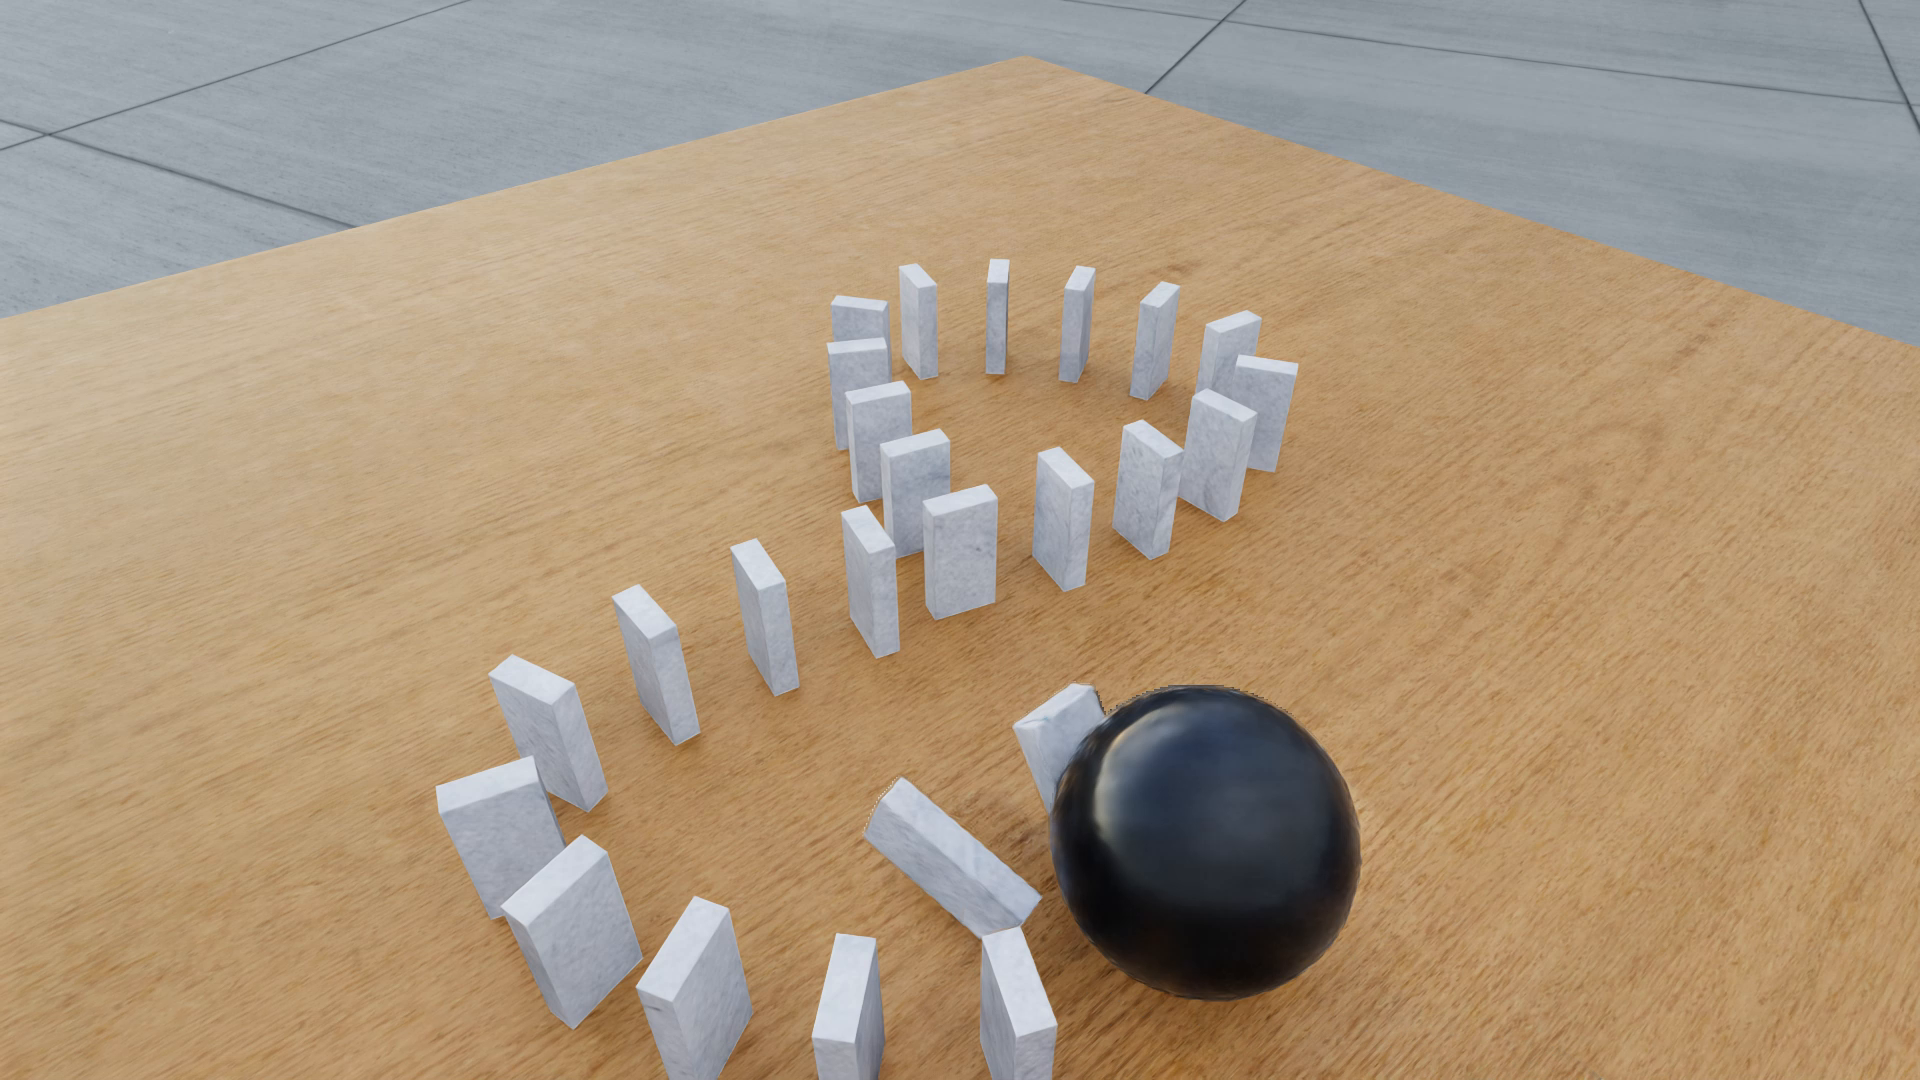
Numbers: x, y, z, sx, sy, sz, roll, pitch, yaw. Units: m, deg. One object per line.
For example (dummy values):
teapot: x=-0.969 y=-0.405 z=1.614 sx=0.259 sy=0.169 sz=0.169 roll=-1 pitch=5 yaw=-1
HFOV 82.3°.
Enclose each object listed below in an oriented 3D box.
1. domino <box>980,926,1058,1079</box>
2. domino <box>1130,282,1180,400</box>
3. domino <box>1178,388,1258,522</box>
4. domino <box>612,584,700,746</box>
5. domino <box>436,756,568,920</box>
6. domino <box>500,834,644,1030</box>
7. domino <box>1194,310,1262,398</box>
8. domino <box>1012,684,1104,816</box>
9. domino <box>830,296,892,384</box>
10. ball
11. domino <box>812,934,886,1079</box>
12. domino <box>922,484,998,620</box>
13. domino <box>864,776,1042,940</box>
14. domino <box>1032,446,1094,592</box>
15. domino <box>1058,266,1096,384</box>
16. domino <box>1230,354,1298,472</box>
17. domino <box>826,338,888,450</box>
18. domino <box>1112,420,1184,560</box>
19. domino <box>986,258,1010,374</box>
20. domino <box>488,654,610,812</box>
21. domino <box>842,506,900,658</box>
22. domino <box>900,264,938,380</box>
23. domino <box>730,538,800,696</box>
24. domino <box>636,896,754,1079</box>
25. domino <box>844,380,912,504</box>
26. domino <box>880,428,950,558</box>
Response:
domino: x=0.013 y=0.119 z=0.266 sx=0.009 sy=0.050 sz=0.025 roll=-11 pitch=41 yaw=-13
domino: x=0.093 y=-0.095 z=0.528 sx=0.009 sy=0.050 sz=0.025 roll=21 pitch=44 yaw=24
domino: x=0.105 y=-0.035 z=0.454 sx=0.009 sy=0.050 sz=0.025 roll=-30 pitch=48 yaw=-31
domino: x=-0.099 y=0.041 z=0.361 sx=0.009 sy=0.050 sz=0.025 roll=-28 pitch=47 yaw=-30
domino: x=-0.126 y=0.084 z=0.309 sx=0.025 sy=0.050 sz=0.009 roll=-17 pitch=42 yaw=-19
domino: x=-0.100 y=0.103 z=0.286 sx=0.009 sy=0.050 sz=0.025 roll=23 pitch=45 yaw=26
domino: x=0.123 y=-0.078 z=0.507 sx=0.025 sy=0.050 sz=0.009 roll=-22 pitch=44 yaw=-24
domino: x=0.036 y=0.071 z=0.327 sx=0.025 sy=0.050 sz=0.009 roll=-29 pitch=14 yaw=-31
domino: x=-0.046 y=-0.090 z=0.521 sx=0.025 sy=0.050 sz=0.009 roll=9 pitch=40 yaw=10
ball: x=0.064 y=0.079 z=0.291 sx=0.080 sy=0.080 sz=0.080 roll=0 pitch=39 yaw=0
domino: x=-0.026 y=0.120 z=0.265 sx=0.009 sy=0.050 sz=0.025 roll=5 pitch=40 yaw=6
domino: x=0.000 y=0.005 z=0.405 sx=0.025 sy=0.050 sz=0.009 roll=-16 pitch=42 yaw=-19
domino: x=-0.003 y=0.091 z=0.308 sx=0.050 sy=0.025 sz=0.009 roll=38 pitch=50 yaw=13
domino: x=0.039 y=-0.008 z=0.421 sx=0.010 sy=0.050 sz=0.025 roll=-18 pitch=43 yaw=-20
domino: x=0.057 y=-0.106 z=0.541 sx=0.009 sy=0.050 sz=0.025 roll=12 pitch=41 yaw=14
domino: x=0.129 y=-0.055 z=0.478 sx=0.025 sy=0.050 sz=0.009 roll=12 pitch=41 yaw=14
domino: x=-0.044 y=-0.065 z=0.490 sx=0.025 sy=0.050 sz=0.009 roll=-7 pitch=40 yaw=-9
domino: x=0.074 y=-0.020 z=0.435 sx=0.010 sy=0.050 sz=0.025 roll=-21 pitch=44 yaw=-24
domino: x=0.019 y=-0.111 z=0.547 sx=0.009 sy=0.050 sz=0.025 roll=3 pitch=39 yaw=4
domino: x=-0.126 y=0.060 z=0.338 sx=0.025 sy=0.050 sz=0.010 roll=19 pitch=43 yaw=22
domino: x=-0.032 y=0.015 z=0.393 sx=0.009 sy=0.050 sz=0.025 roll=-18 pitch=42 yaw=-20
domino: x=-0.020 y=-0.108 z=0.543 sx=0.010 sy=0.050 sz=0.025 roll=-15 pitch=42 yaw=-18
domino: x=-0.067 y=0.027 z=0.378 sx=0.010 sy=0.050 sz=0.025 roll=-20 pitch=43 yaw=-23
domino: x=-0.064 y=0.114 z=0.272 sx=0.010 sy=0.050 sz=0.025 roll=14 pitch=41 yaw=16
domino: x=-0.033 y=-0.041 z=0.461 sx=0.025 sy=0.050 sz=0.009 roll=-14 pitch=41 yaw=-17
domino: x=-0.017 y=-0.018 z=0.433 sx=0.025 sy=0.050 sz=0.010 roll=-17 pitch=42 yaw=-19
